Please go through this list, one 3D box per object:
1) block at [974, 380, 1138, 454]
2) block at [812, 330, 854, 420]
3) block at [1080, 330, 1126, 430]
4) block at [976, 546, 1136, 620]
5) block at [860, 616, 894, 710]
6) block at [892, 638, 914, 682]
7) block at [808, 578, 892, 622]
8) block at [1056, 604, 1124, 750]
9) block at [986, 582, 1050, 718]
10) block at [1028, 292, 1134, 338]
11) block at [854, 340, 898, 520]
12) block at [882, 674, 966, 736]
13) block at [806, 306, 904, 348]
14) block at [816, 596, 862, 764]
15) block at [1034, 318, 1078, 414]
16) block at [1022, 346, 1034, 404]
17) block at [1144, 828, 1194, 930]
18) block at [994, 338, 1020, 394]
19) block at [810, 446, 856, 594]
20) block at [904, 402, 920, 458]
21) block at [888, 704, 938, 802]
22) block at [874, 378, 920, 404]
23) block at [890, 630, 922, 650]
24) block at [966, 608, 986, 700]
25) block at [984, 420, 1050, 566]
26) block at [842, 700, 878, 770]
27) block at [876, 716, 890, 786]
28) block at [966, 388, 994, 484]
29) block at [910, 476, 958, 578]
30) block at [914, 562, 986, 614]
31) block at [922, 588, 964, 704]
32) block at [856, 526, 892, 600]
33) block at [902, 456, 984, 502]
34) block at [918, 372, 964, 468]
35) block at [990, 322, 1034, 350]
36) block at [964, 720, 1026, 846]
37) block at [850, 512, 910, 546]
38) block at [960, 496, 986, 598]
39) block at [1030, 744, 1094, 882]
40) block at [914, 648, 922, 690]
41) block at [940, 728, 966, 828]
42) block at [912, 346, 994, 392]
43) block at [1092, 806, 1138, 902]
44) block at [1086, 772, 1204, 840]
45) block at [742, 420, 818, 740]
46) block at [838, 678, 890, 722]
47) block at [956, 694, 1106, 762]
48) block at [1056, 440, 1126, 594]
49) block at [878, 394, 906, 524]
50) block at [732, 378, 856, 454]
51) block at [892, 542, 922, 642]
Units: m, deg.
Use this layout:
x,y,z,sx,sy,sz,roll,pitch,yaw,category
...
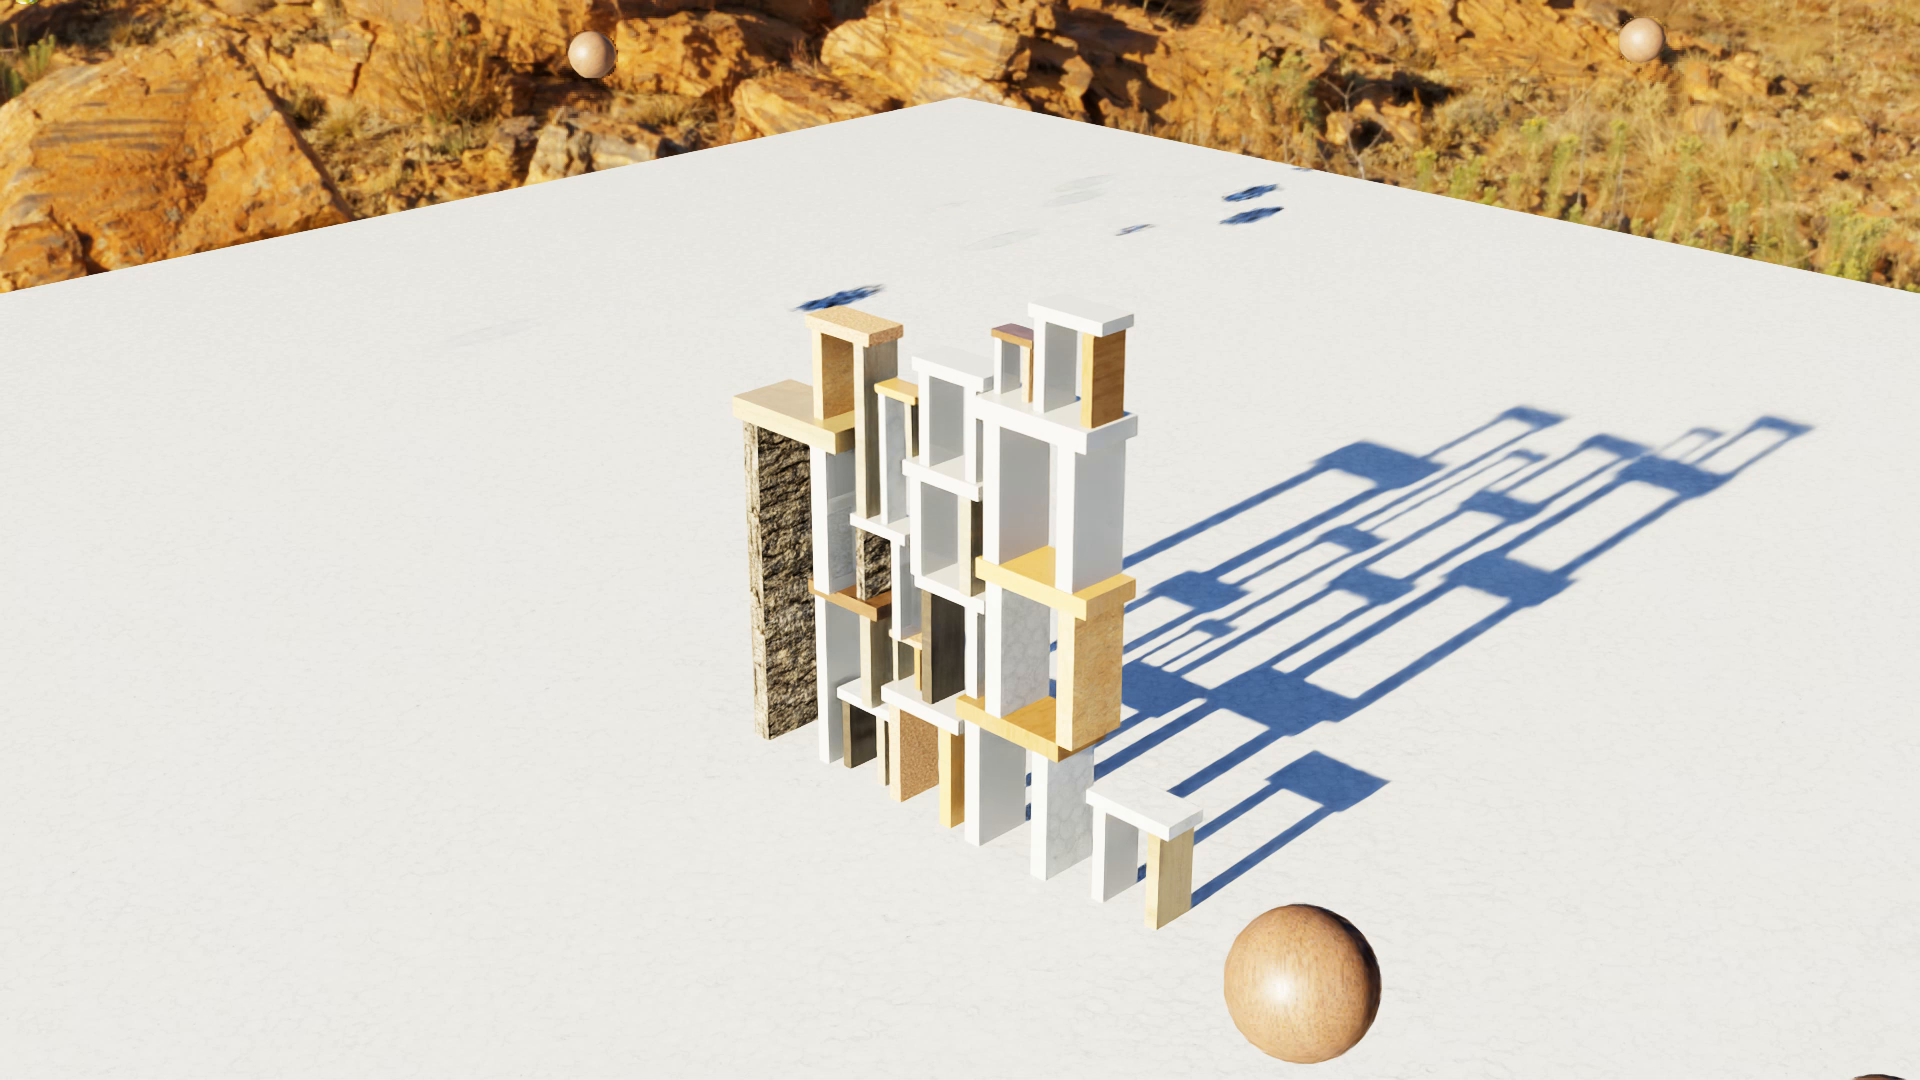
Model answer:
x,y,z,sx,sy,sz,roll,pitch,yaw,category
0.170,-0.223,3.945,0.138,0.039,0.275,-21,31,-40,block
-0.248,-0.338,4.358,0.026,0.183,0.091,21,31,41,block
0.249,-0.286,3.825,0.085,0.171,0.024,-21,31,-40,block
0.176,0.070,4.060,0.274,0.039,0.137,21,31,41,block
-0.155,0.234,4.490,0.102,0.204,0.029,-21,31,-41,block
-0.113,0.234,4.451,0.047,0.094,0.013,-21,30,-41,block
-0.203,0.108,4.489,0.204,0.029,0.102,21,31,41,block
0.240,0.239,4.062,0.039,0.274,0.137,21,31,40,block
0.111,0.189,4.181,0.039,0.274,0.137,21,31,41,block
0.211,-0.392,3.825,0.171,0.024,0.086,21,31,40,block
-0.163,-0.222,4.313,0.091,0.360,0.026,-21,31,-40,block
-0.043,0.323,4.401,0.218,0.031,0.109,21,31,41,block
-0.206,-0.417,4.277,0.091,0.026,0.183,-21,31,-40,block
-0.251,0.279,4.613,0.029,0.383,0.102,21,31,41,block
0.170,-0.318,3.899,0.086,0.171,0.024,-21,31,-40,block
0.136,-0.302,3.947,0.052,0.104,0.015,-20,31,-41,block
0.387,0.613,4.063,0.028,0.198,0.099,21,31,41,block
0.086,-0.321,3.992,0.052,0.104,0.015,-20,30,-41,block
-0.226,-0.060,4.448,0.044,0.311,0.156,21,31,41,block
-0.079,-0.217,4.214,0.015,0.109,0.054,19,30,42,block
-0.094,0.418,4.497,0.031,0.218,0.109,21,31,41,block
-0.106,-0.285,4.214,0.054,0.015,0.109,-21,31,-41,block
-0.092,0.193,4.409,0.047,0.013,0.094,-21,31,-41,block
0.056,0.205,4.254,0.027,0.187,0.094,21,31,41,block
0.105,-0.104,4.067,0.039,0.275,0.138,21,31,41,block
-0.209,0.396,4.627,0.022,0.157,0.078,21,31,41,block
-0.135,0.425,4.559,0.022,0.157,0.078,21,31,41,block
0.052,-0.205,4.087,0.026,0.185,0.092,21,31,41,block
-0.050,-0.038,4.262,0.029,0.202,0.101,21,31,41,block
0.011,0.090,4.253,0.187,0.027,0.094,21,31,41,block
-0.033,0.197,4.346,0.027,0.245,0.094,21,31,41,block
-0.172,0.036,4.421,0.078,0.156,0.022,-21,31,-41,block
-0.002,-0.126,4.173,0.202,0.029,0.101,21,31,41,block
-0.035,-0.239,4.167,0.026,0.185,0.092,21,31,41,block
0.111,-0.366,3.946,0.052,0.015,0.104,-20,30,-40,block
0.071,0.458,4.338,0.038,0.268,0.134,21,31,41,block
-0.136,-0.031,4.352,0.078,0.022,0.156,-21,31,-40,block
0.045,-0.001,4.175,0.029,0.202,0.101,21,31,41,block
0.197,0.507,4.221,0.038,0.268,0.134,21,31,41,block
-0.069,0.252,4.410,0.047,0.094,0.013,-21,31,-41,block
0.009,0.458,4.403,0.031,0.218,0.109,21,31,41,block
0.009,-0.319,4.086,0.184,0.026,0.092,21,31,41,block
0.294,0.576,4.149,0.028,0.198,0.099,21,31,41,block
0.341,0.490,4.062,0.198,0.028,0.099,21,31,41,block
-0.373,0.073,4.664,0.044,0.723,0.156,21,31,41,block
-0.172,0.328,4.558,0.078,0.022,0.157,-21,31,-41,block
0.134,0.342,4.220,0.268,0.038,0.134,21,31,41,block
0.235,-0.053,3.948,0.138,0.275,0.039,-21,31,-40,block
-0.131,-0.164,4.292,0.054,0.269,0.015,-21,30,-41,block
-0.299,-0.252,4.446,0.311,0.044,0.156,21,31,41,block
-0.099,0.091,4.364,0.078,0.211,0.022,-21,31,-41,block
